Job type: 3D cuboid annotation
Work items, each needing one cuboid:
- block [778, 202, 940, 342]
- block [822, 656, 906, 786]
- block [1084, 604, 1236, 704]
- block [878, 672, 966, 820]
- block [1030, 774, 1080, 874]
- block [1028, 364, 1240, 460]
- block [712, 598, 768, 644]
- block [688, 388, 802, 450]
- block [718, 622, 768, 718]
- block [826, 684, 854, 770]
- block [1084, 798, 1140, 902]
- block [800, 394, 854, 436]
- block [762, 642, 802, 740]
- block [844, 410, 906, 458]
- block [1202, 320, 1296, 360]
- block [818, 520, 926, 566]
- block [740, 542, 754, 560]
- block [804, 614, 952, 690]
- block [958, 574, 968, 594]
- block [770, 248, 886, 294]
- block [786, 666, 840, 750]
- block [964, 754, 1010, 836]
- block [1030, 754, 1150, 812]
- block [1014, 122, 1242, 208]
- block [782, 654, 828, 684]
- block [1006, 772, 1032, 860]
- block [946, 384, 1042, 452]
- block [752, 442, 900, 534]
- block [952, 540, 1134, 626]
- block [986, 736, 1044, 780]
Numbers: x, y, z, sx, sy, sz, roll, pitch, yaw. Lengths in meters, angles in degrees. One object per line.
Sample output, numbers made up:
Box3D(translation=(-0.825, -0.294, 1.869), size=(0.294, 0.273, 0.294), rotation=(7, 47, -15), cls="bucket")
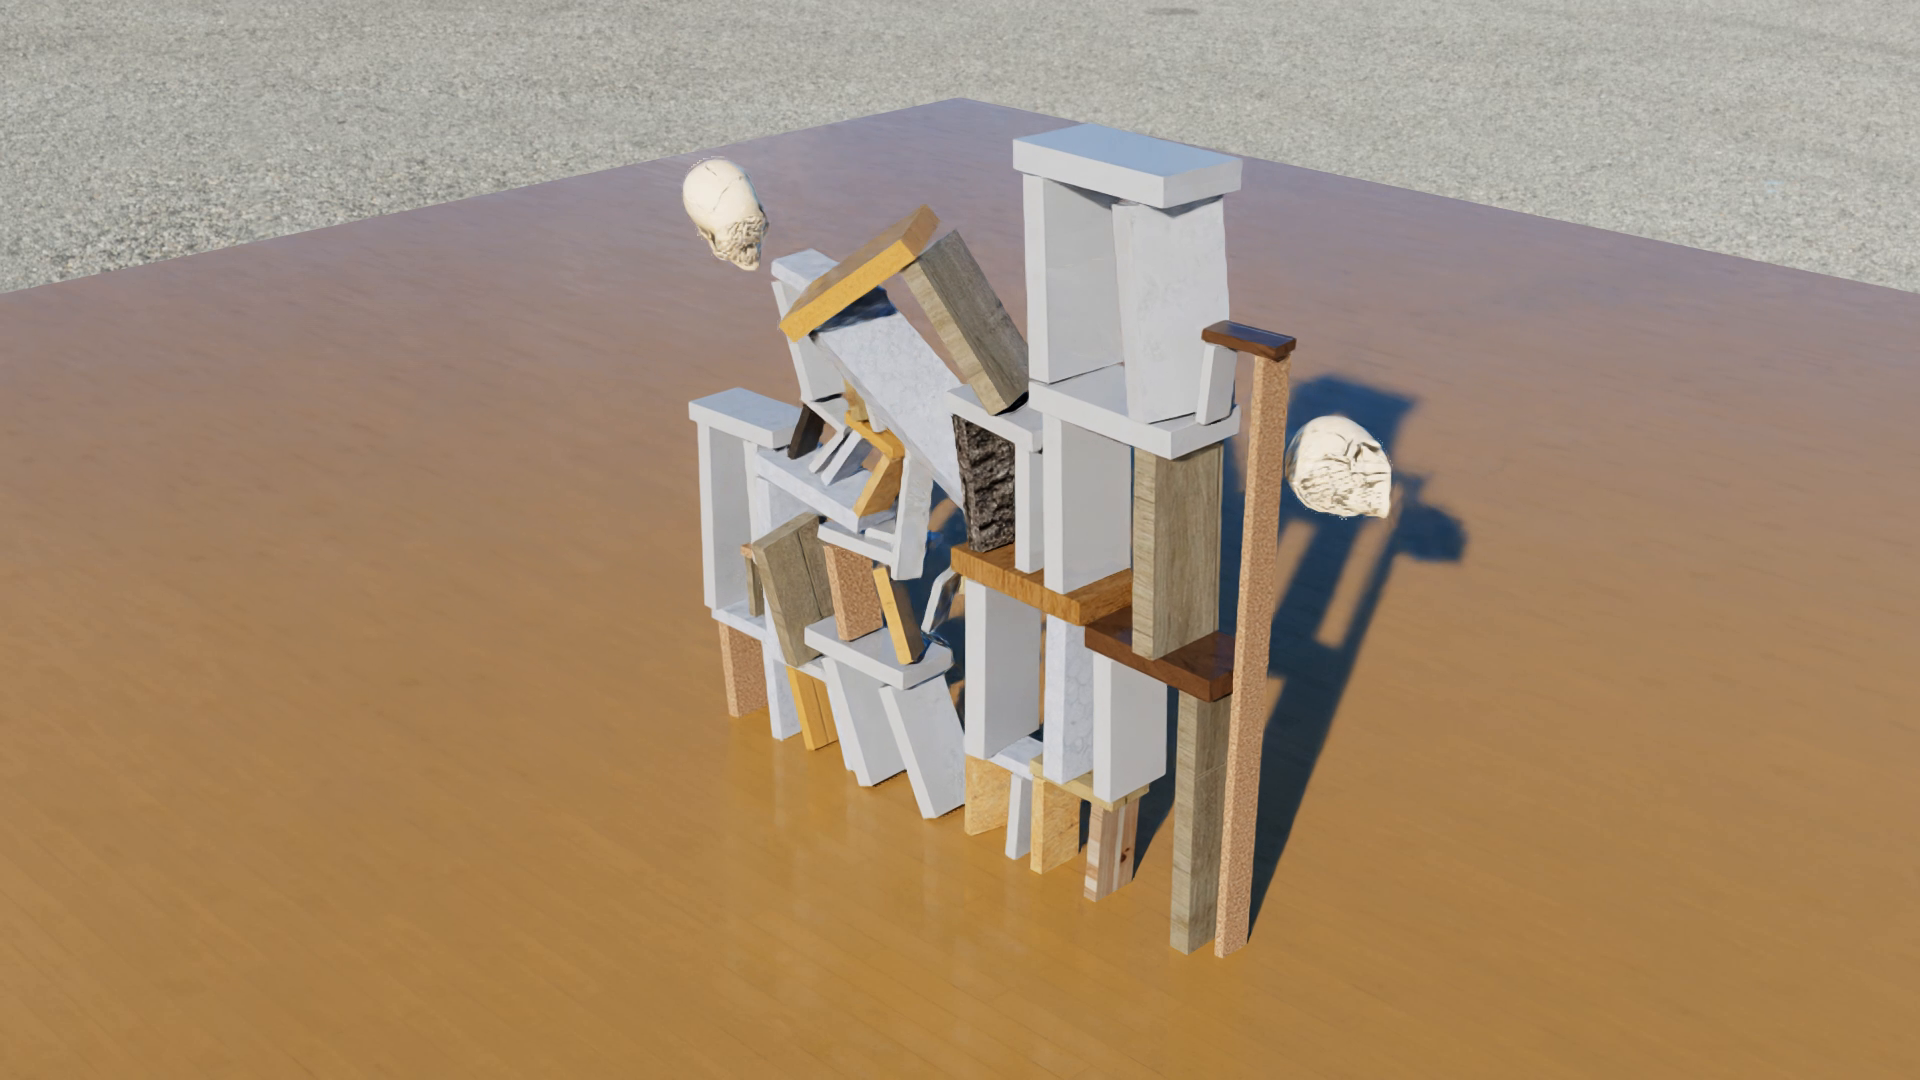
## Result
Box3D(translation=(-0.182, -0.480, 3.961), size=(0.309, 0.044, 0.154), rotation=(-30, 19, 32), cls="block")
Box3D(translation=(-0.185, 0.355, 4.573), size=(0.140, 0.281, 0.040), rotation=(-22, 9, -41), cls="block")
Box3D(translation=(0.378, 0.193, 3.874), size=(0.149, 0.042, 0.298), rotation=(-22, 31, -37), cls="block")
Box3D(translation=(-0.057, 0.408, 4.457), size=(0.140, 0.281, 0.040), rotation=(-22, 4, -41), cls="block")
Box3D(translation=(0.185, 0.532, 4.241), size=(0.104, 0.208, 0.029), rotation=(-21, 31, -40), cls="block")
Box3D(translation=(0.295, -0.228, 3.763), size=(0.169, 0.048, 0.338), rotation=(-21, 31, -37), cls="block")
Box3D(translation=(-0.425, 0.170, 4.755), size=(0.109, 0.031, 0.219), rotation=(-21, 31, -40), cls="block")
Box3D(translation=(-0.427, -0.255, 4.578), size=(0.135, 0.038, 0.270), rotation=(-21, 30, -41), cls="block")
Box3D(translation=(-0.468, 0.269, 4.843), size=(0.109, 0.219, 0.031), rotation=(-21, 25, -41), cls="block")
Box3D(translation=(-0.217, 0.379, 4.628), size=(0.094, 0.188, 0.027), rotation=(-22, 14, -42), cls="block")
Box3D(translation=(0.286, 0.571, 4.147), size=(0.104, 0.208, 0.029), rotation=(-21, 34, -40), cls="block")
Box3D(translation=(-0.249, -0.260, 4.381), size=(0.068, 0.019, 0.136), rotation=(-20, 49, -41), cls="block")
Box3D(translation=(-0.365, 0.310, 4.749), size=(0.109, 0.219, 0.031), rotation=(-21, 24, -41), cls="block")
Box3D(translation=(-0.146, -0.212, 4.282), size=(0.081, 0.023, 0.162), rotation=(-16, 38, -35), cls="block")
Box3D(translation=(0.468, -0.325, 3.561), size=(0.136, 0.019, 0.068), rotation=(19, 29, 33), cls="block")
Box3D(translation=(-0.177, 0.000, 4.406), size=(0.198, 0.028, 0.099), rotation=(20, 25, 33), cls="block")
Box3D(translation=(-0.397, 0.030, 4.672), size=(0.135, 0.019, 0.067), rotation=(21, 31, 40), cls="block")
Box3D(translation=(-0.169, 0.220, 4.496), size=(0.281, 0.040, 0.140), rotation=(22, 31, 37), cls="block")
Box3D(translation=(0.044, 0.043, 4.359), size=(0.069, 0.139, 0.020), rotation=(11, 8, -7), cls="block")
Box3D(translation=(-0.257, -0.504, 4.293), size=(0.213, 0.030, 0.107), rotation=(32, 39, 32), cls="block")
Box3D(translation=(-0.307, 0.344, 4.711), size=(0.094, 0.188, 0.027), rotation=(-21, 11, -40), cls="block")
Box3D(translation=(0.055, 0.490, 4.368), size=(0.092, 0.185, 0.026), rotation=(-14, 27, -30), cls="block")
Box3D(translation=(0.243, 0.444, 4.141), size=(0.104, 0.029, 0.208), rotation=(-22, 31, -40), cls="block")
Box3D(translation=(0.273, -0.622, 3.637), size=(0.179, 0.051, 0.357), rotation=(-19, 29, -36), cls="block")
Box3D(translation=(-0.292, 0.254, 4.649), size=(0.094, 0.027, 0.188), rotation=(-21, 30, -41), cls="block")
Box3D(translation=(0.135, 0.524, 4.286), size=(0.026, 0.185, 0.092), rotation=(26, 34, 38), cls="block")
Box3D(translation=(0.103, -0.232, 3.984), size=(0.130, 0.037, 0.259), rotation=(-19, 30, -31), cls="block")
Box3D(translation=(-0.264, -0.118, 4.461), size=(0.293, 0.042, 0.147), rotation=(31, 36, 30), cls="block")
Box3D(translation=(0.161, 0.061, 4.074), size=(0.169, 0.048, 0.338), rotation=(-20, 30, -38), cls="block")
Box3D(translation=(0.105, 0.411, 4.283), size=(0.184, 0.026, 0.092), rotation=(21, 30, 40), cls="block")
